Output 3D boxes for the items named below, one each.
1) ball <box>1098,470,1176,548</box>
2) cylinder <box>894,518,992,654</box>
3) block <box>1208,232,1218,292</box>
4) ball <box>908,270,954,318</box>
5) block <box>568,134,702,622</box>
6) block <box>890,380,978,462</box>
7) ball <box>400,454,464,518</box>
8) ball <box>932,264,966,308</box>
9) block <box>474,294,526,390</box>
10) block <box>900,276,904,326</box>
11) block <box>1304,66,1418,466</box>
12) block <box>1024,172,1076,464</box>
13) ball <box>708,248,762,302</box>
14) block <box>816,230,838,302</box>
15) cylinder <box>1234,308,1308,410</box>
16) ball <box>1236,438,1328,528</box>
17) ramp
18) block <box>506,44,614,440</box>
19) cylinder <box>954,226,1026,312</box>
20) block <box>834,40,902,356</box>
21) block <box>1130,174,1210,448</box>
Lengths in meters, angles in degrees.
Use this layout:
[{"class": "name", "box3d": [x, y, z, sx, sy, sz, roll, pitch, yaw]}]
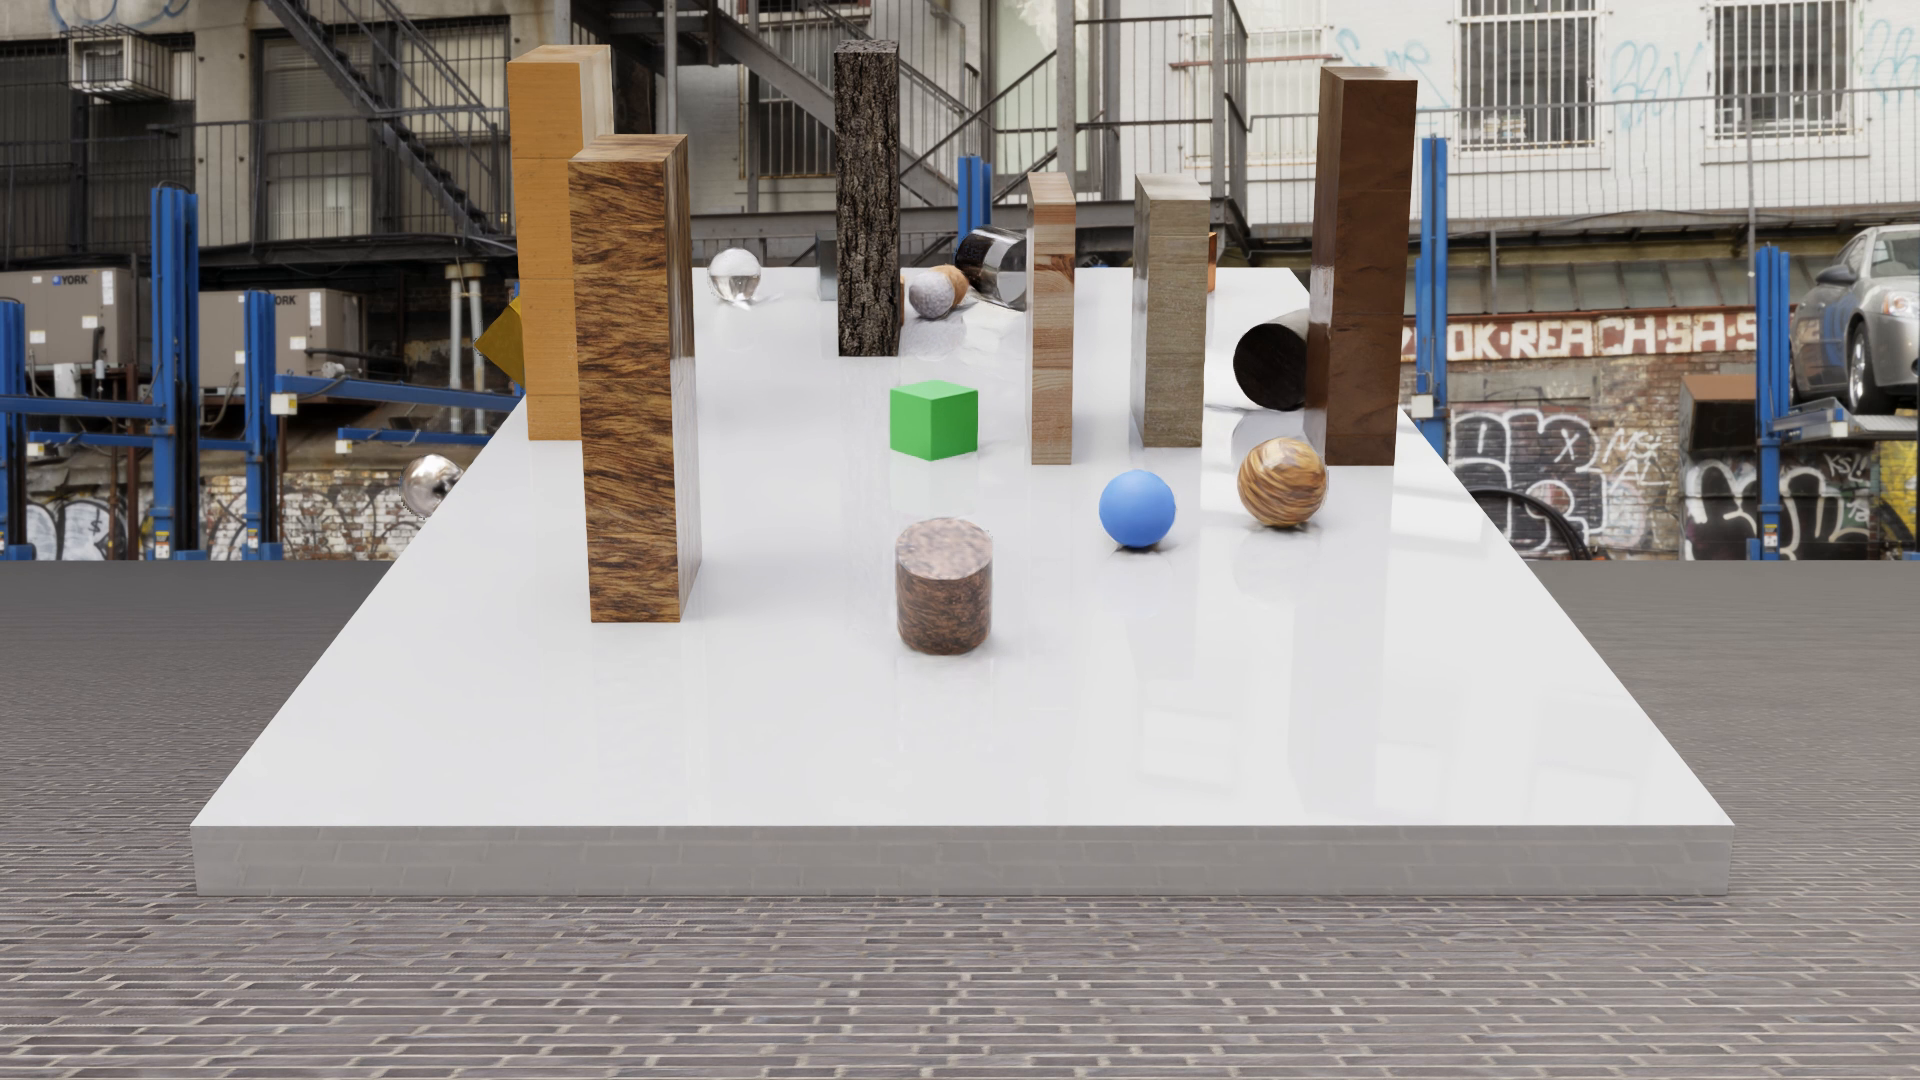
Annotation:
[{"class": "ball", "box3d": [0.320, -0.056, 4.015, 0.140, 0.140, 0.140, 0, 0, 0]}, {"class": "cylinder", "box3d": [-0.025, 0.072, 3.497, 0.153, 0.153, 0.153, 0, 39, 0]}, {"class": "block", "box3d": [0.625, -0.784, 6.315, 0.162, 0.162, 0.162, 7, 19, 22]}, {"class": "ball", "box3d": [-0.077, -0.661, 5.982, 0.125, 0.125, 0.125, 0, 0, 0]}, {"class": "block", "box3d": [-0.530, -0.273, 3.683, 0.145, 0.748, 0.340, 0, 17, 0]}, {"class": "block", "box3d": [-0.055, -0.251, 4.656, 0.131, 0.131, 0.131, -15, 23, -40]}, {"class": "ball", "box3d": [-1.220, -0.127, 5.161, 0.150, 0.150, 0.150, 0, 0, 0]}, {"class": "ball", "box3d": [-0.041, -0.694, 6.095, 0.120, 0.120, 0.120, 0, 0, 0]}, {"class": "block", "box3d": [-1.082, -0.522, 5.602, 0.167, 0.167, 0.167, -41, 14, 33]}, {"class": "block", "box3d": [-0.206, -0.637, 5.922, 0.114, 0.114, 0.114, 0, 17, 0]}, {"class": "block", "box3d": [0.818, -0.565, 4.580, 0.144, 0.778, 0.286, 0, 17, 0]}, {"class": "block", "box3d": [0.187, -0.474, 4.686, 0.082, 0.538, 0.424, 0, 17, 0]}, {"class": "ball", "box3d": [-0.625, -0.739, 6.188, 0.149, 0.149, 0.149, 0, 0, 0]}, {"class": "block", "box3d": [-0.315, -0.774, 6.267, 0.171, 0.171, 0.171, -2, 17, -7]}, {"class": "cylinder", "box3d": [0.754, -0.414, 5.069, 0.196, 0.196, 0.196, 0, 14, 34]}, {"class": "ball", "box3d": [0.598, -0.107, 4.134, 0.166, 0.166, 0.166, 0, 0, 0]}, {"class": "ramp", "box3d": [-0.003, -0.177, 4.806, 2.000, 0.100, 4.000, 0, 17, 0]}, {"class": "block", "box3d": [-0.846, -0.653, 4.832, 0.147, 0.791, 0.426, 0, 17, 0]}, {"class": "cylinder", "box3d": [0.127, -0.744, 6.111, 0.205, 0.205, 0.205, 0, 15, -36]}, {"class": "block", "box3d": [-0.228, -0.864, 5.598, 0.147, 0.741, 0.371, 0, 17, 0]}, {"class": "block", "box3d": [0.448, -0.502, 4.802, 0.123, 0.523, 0.384, 0, 17, 0]}]
